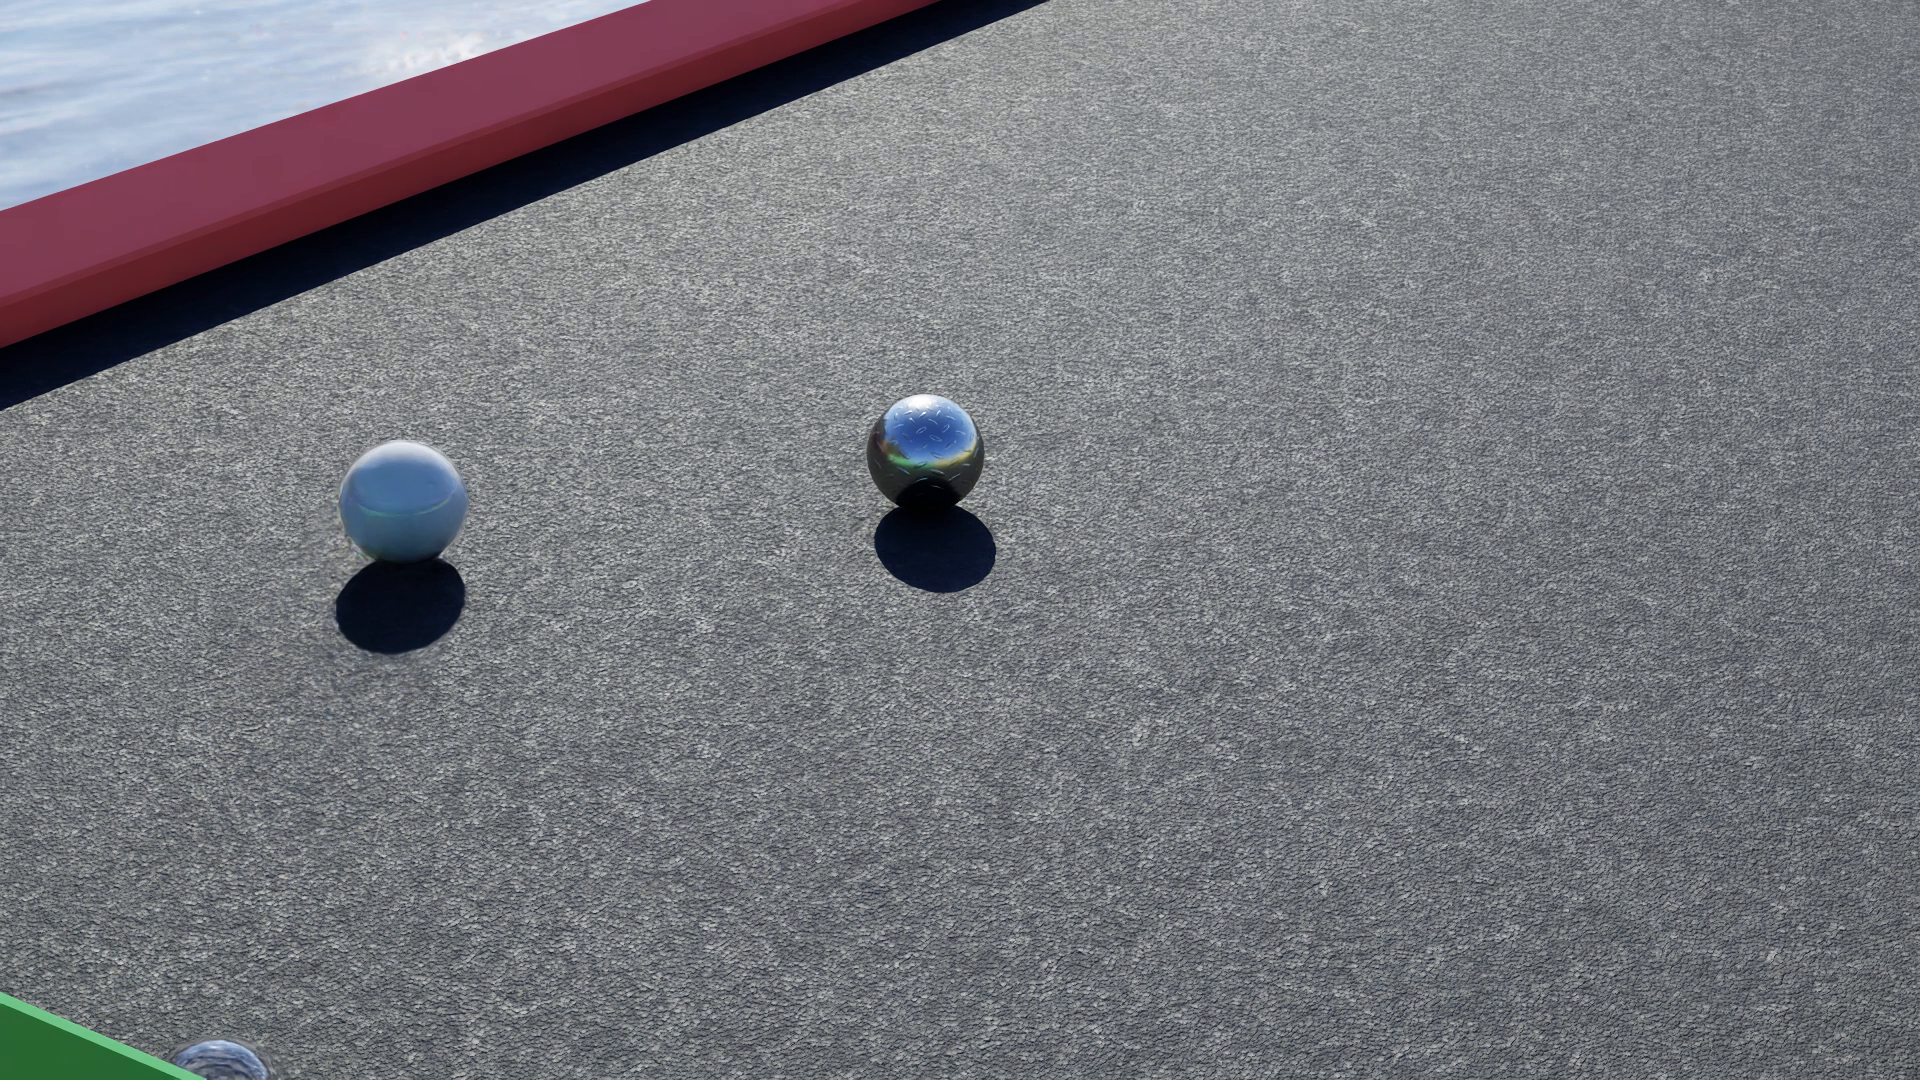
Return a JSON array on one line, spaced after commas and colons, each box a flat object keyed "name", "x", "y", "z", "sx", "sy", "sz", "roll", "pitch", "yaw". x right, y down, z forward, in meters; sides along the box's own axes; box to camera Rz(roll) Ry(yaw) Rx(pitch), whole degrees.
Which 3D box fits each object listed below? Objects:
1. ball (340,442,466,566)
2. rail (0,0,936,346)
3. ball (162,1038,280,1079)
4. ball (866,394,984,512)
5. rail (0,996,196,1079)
[{"name": "ball", "x": -0.371, "y": -0.024, "z": 1.958, "sx": 0.083, "sy": 0.083, "sz": 0.083, "roll": 0, "pitch": 24, "yaw": 0}, {"name": "rail", "x": -0.320, "y": -0.474, "z": 2.947, "sx": 0.045, "sy": 0.108, "sz": 3.144, "roll": 14, "pitch": 27, "yaw": 29}, {"name": "ball", "x": -0.340, "y": 0.258, "z": 1.343, "sx": 0.062, "sy": 0.062, "sz": 0.062, "roll": 0, "pitch": 24, "yaw": 0}, {"name": "ball", "x": -0.024, "y": -0.060, "z": 2.041, "sx": 0.082, "sy": 0.082, "sz": 0.082, "roll": 0, "pitch": 24, "yaw": 0}, {"name": "rail", "x": -0.406, "y": 0.241, "z": 1.323, "sx": 1.794, "sy": 0.108, "sz": 0.045, "roll": 14, "pitch": 27, "yaw": 29}]
